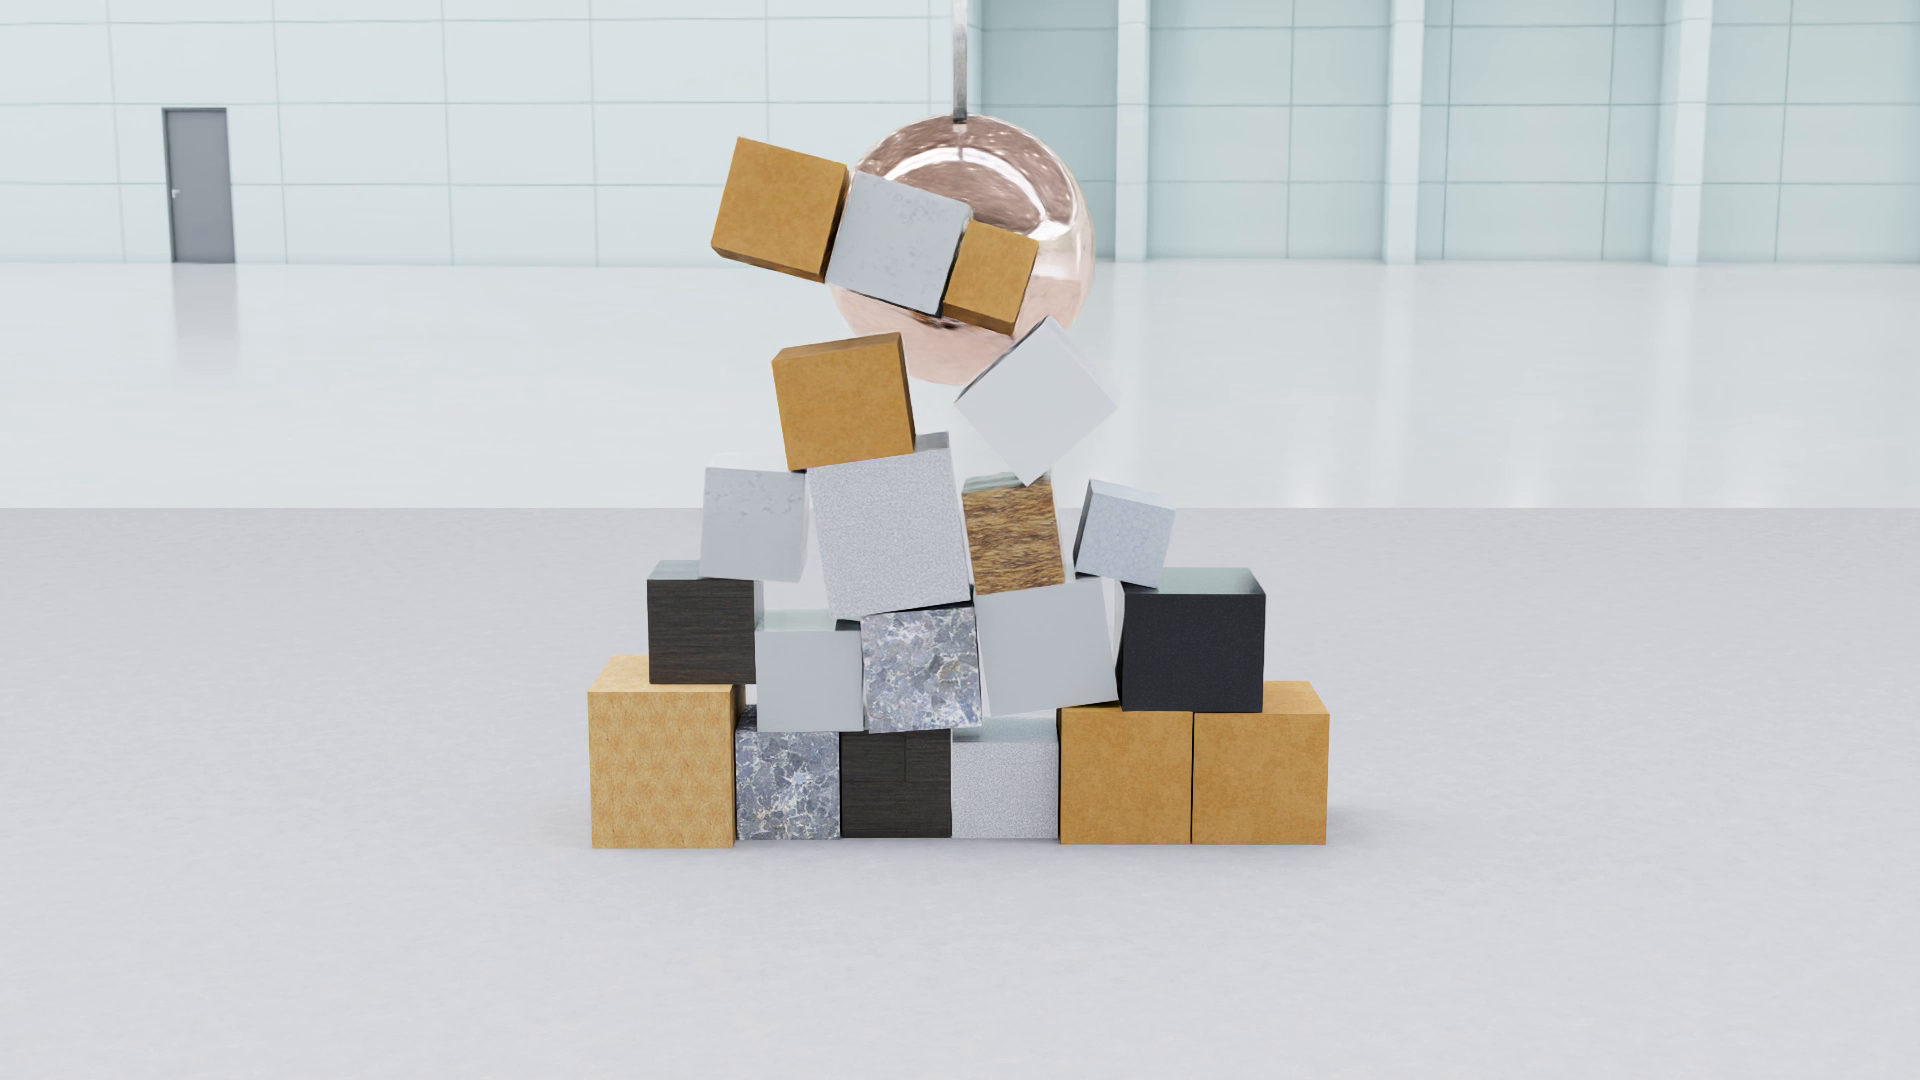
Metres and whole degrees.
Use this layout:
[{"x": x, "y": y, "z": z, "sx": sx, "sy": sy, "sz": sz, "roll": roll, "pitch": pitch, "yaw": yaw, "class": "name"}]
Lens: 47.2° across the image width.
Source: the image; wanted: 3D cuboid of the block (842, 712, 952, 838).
[{"x": -0.323, "y": 1.193, "z": 11.409, "sx": 0.552, "sy": 0.570, "sz": 0.505, "roll": 0, "pitch": 10, "yaw": 0, "class": "block"}]

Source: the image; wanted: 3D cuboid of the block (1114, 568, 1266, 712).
[{"x": 1.164, "y": 0.500, "z": 11.273, "sx": 0.701, "sy": 0.599, "sz": 0.695, "roll": 0, "pitch": 10, "yaw": 0, "class": "block"}]

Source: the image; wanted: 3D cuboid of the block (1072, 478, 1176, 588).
[{"x": 0.830, "y": -0.038, "z": 11.179, "sx": 0.425, "sy": 0.407, "sz": 0.445, "roll": 12, "pitch": 11, "yaw": -1, "class": "block"}]

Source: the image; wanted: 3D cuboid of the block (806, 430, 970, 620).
[{"x": -0.352, "y": -0.086, "z": 11.171, "sx": 0.702, "sy": 0.766, "sz": 0.673, "roll": -8, "pitch": 10, "yaw": 1, "class": "block"}]

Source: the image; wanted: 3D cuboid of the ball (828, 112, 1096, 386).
[{"x": 0.000, "y": -1.708, "z": 12.978, "sx": 1.600, "sy": 1.600, "sz": 1.600, "roll": 0, "pitch": 10, "yaw": 0, "class": "ball"}]

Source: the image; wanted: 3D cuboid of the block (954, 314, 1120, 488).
[{"x": 0.392, "y": -0.709, "z": 11.012, "sx": 0.594, "sy": 0.547, "sz": 0.580, "roll": -41, "pitch": 5, "yaw": 11, "class": "block"}]

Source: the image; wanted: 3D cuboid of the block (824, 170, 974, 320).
[{"x": -0.296, "y": -1.462, "z": 10.967, "sx": 0.568, "sy": 0.563, "sz": 0.504, "roll": 17, "pitch": 4, "yaw": 2, "class": "block"}]

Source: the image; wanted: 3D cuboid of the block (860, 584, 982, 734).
[{"x": -0.192, "y": 0.599, "z": 11.274, "sx": 0.568, "sy": 0.610, "sz": 0.603, "roll": -4, "pitch": 10, "yaw": 1, "class": "block"}]

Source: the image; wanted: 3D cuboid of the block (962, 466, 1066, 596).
[{"x": 0.279, "y": -0.053, "z": 11.178, "sx": 0.449, "sy": 0.518, "sz": 0.510, "roll": -8, "pitch": 10, "yaw": 5, "class": "block"}]

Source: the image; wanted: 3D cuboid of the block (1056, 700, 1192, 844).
[{"x": 0.835, "y": 1.138, "z": 11.373, "sx": 0.653, "sy": 0.692, "sz": 0.670, "roll": 0, "pitch": 10, "yaw": 0, "class": "block"}]

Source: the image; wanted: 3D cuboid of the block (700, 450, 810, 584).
[{"x": -1.029, "y": -0.125, "z": 11.162, "sx": 0.496, "sy": 0.552, "sz": 0.575, "roll": 4, "pitch": 10, "yaw": -1, "class": "block"}]

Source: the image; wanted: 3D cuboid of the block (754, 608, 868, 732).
[{"x": -0.755, "y": 0.660, "z": 11.310, "sx": 0.534, "sy": 0.518, "sz": 0.566, "roll": -1, "pitch": 10, "yaw": 0, "class": "block"}]

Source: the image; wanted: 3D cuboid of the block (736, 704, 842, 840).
[{"x": -0.872, "y": 1.196, "z": 11.406, "sx": 0.521, "sy": 0.565, "sz": 0.558, "roll": 0, "pitch": 10, "yaw": 0, "class": "block"}]

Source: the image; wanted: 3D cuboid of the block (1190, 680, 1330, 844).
[{"x": 1.509, "y": 1.142, "z": 11.376, "sx": 0.675, "sy": 0.682, "sz": 0.683, "roll": 0, "pitch": 10, "yaw": 0, "class": "block"}]

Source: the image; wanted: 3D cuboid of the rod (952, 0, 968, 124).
[{"x": 0.000, "y": -4.637, "z": 11.251, "sx": 0.080, "sy": 5.200, "sz": 0.080, "roll": 0, "pitch": 31, "yaw": 0, "class": "rod"}]

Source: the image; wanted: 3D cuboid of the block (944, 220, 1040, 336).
[{"x": 0.154, "y": -1.297, "z": 10.914, "sx": 0.358, "sy": 0.430, "sz": 0.367, "roll": 17, "pitch": -5, "yaw": 1, "class": "block"}]

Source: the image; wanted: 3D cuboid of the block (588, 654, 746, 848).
[{"x": -1.494, "y": 1.079, "z": 11.368, "sx": 0.704, "sy": 0.810, "sz": 0.807, "roll": 0, "pitch": 10, "yaw": 0, "class": "block"}]

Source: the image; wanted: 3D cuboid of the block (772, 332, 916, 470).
[{"x": -0.573, "y": -0.708, "z": 11.063, "sx": 0.619, "sy": 0.545, "sz": 0.684, "roll": -8, "pitch": 10, "yaw": 1, "class": "block"}]

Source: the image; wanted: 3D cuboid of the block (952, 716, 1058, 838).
[{"x": 0.230, "y": 1.226, "z": 11.422, "sx": 0.538, "sy": 0.501, "sz": 0.516, "roll": 0, "pitch": 10, "yaw": 0, "class": "block"}]

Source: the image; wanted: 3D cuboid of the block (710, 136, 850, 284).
[{"x": -0.886, "y": -1.635, "z": 10.959, "sx": 0.544, "sy": 0.546, "sz": 0.564, "roll": 14, "pitch": 1, "yaw": -1, "class": "block"}]

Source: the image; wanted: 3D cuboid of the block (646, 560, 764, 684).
[{"x": -1.293, "y": 0.415, "z": 11.252, "sx": 0.534, "sy": 0.539, "sz": 0.516, "roll": 0, "pitch": 10, "yaw": 0, "class": "block"}]

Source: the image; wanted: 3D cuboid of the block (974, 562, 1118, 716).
[{"x": 0.438, "y": 0.493, "z": 11.273, "sx": 0.646, "sy": 0.626, "sz": 0.545, "roll": -8, "pitch": 10, "yaw": 3, "class": "block"}]
